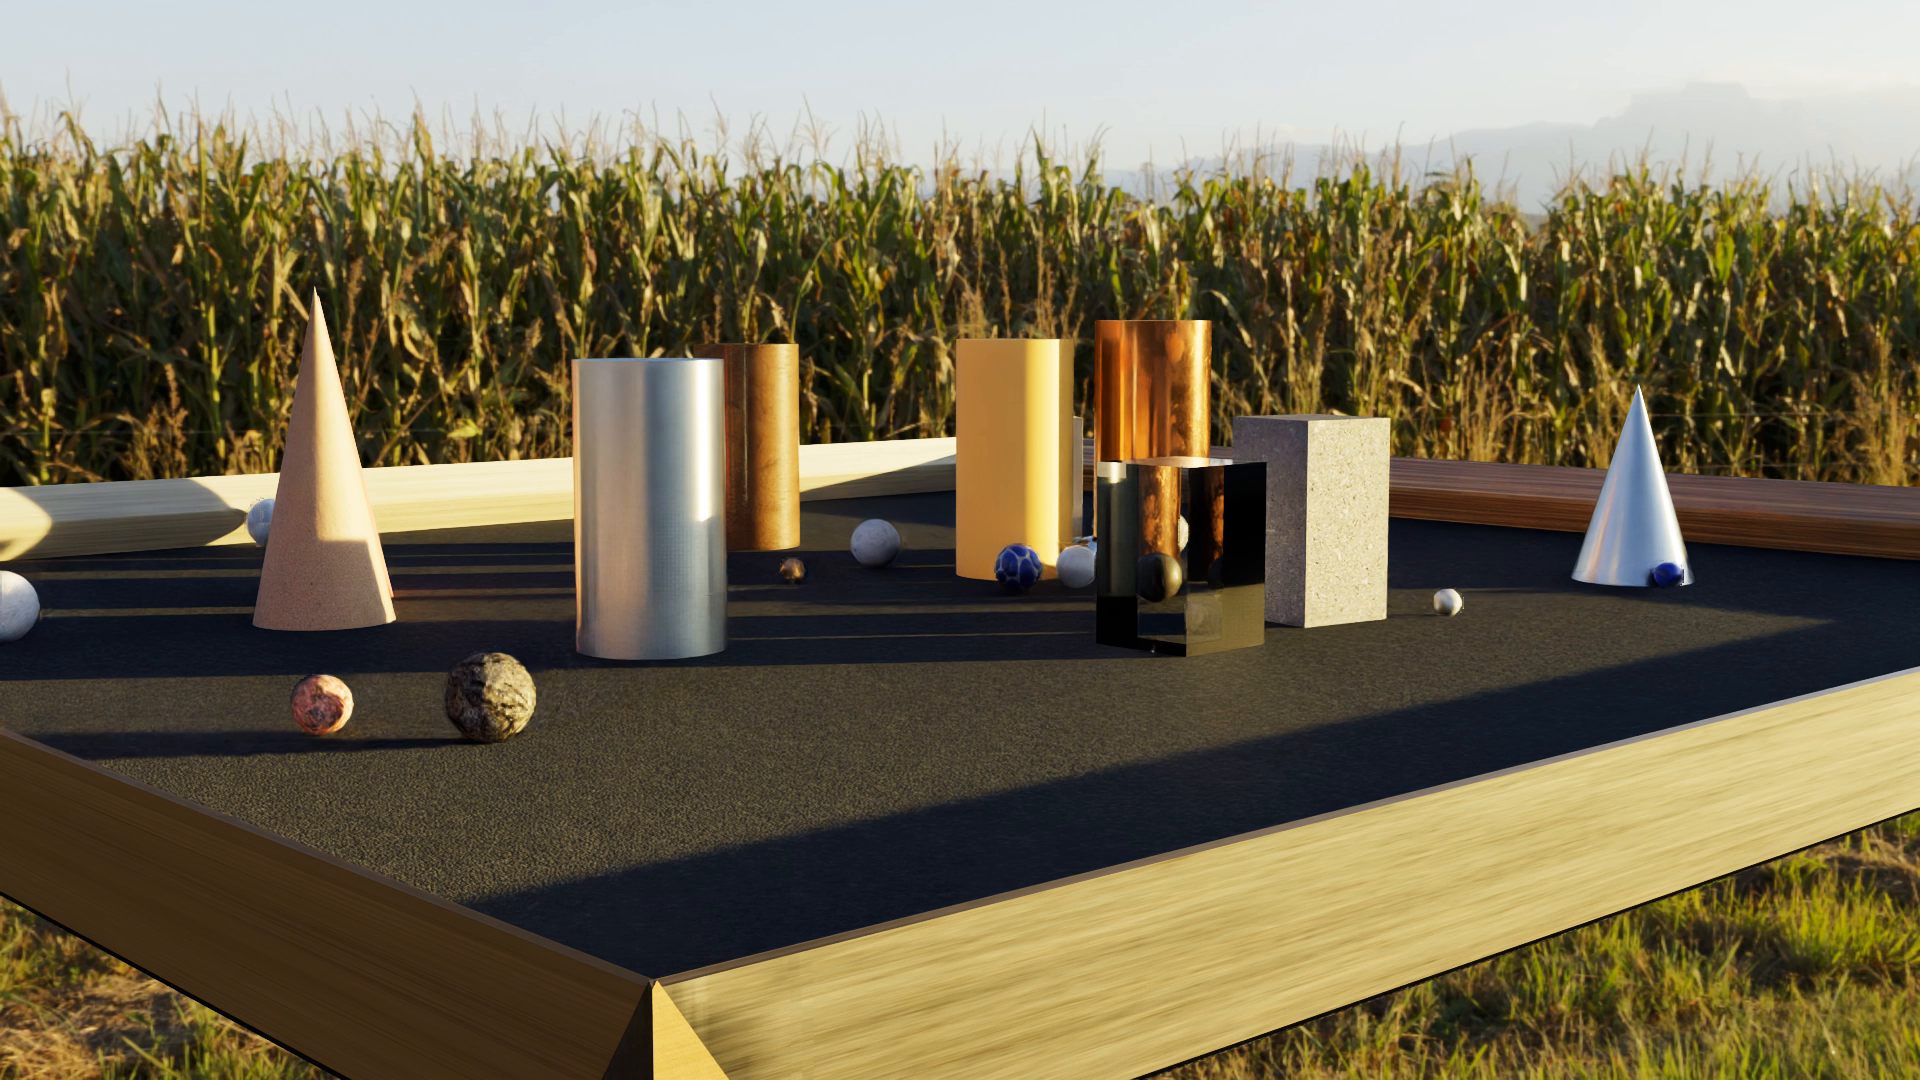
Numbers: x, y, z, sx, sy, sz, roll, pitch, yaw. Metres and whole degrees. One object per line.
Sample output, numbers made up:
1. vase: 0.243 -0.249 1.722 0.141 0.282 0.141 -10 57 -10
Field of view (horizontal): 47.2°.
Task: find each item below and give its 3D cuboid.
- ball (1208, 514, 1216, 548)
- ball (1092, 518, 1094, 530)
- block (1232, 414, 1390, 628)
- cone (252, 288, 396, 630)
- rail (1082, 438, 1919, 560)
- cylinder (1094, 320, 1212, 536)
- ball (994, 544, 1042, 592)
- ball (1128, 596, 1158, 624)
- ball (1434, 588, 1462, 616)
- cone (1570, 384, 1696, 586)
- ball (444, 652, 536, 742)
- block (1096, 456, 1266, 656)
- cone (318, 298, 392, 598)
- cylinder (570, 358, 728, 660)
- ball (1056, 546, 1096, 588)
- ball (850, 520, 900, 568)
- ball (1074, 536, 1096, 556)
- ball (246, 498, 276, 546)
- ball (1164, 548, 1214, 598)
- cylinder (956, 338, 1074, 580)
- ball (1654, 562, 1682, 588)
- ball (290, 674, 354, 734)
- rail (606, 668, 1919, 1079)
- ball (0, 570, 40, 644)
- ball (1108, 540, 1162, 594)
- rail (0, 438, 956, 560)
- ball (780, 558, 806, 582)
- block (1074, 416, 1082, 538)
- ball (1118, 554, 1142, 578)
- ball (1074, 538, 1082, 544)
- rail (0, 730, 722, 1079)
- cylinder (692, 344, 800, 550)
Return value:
1. ball: 0.417 -0.018 3.994 0.096 0.096 0.096 0 6 0
2. ball: 0.285 -0.033 4.382 0.046 0.046 0.046 0 6 0
3. block: 0.508 -0.033 3.196 0.159 0.291 0.159 -4 7 -34
4. cone: -0.916 -0.122 3.146 0.199 0.479 0.199 0 6 0
5. rail: 1.210 -0.082 4.442 0.045 0.129 3.193 -5 8 -42
6. cylinder: 0.329 -0.161 3.767 0.199 0.428 0.199 0 6 0
7. ball: 0.092 0.045 3.492 0.075 0.075 0.075 0 6 0
8. ball: 0.260 0.100 3.129 0.042 0.042 0.042 0 6 0
9. ball: 0.713 0.091 3.218 0.041 0.041 0.041 0 6 0
10. cone: 1.120 -0.097 3.646 0.199 0.325 0.199 0 6 0
11. ball: -0.486 0.162 2.275 0.094 0.094 0.094 0 6 0
12. block: 0.295 0.018 2.937 0.159 0.245 0.159 -6 8 -43
13. cone: -0.986 -0.143 3.402 0.199 0.469 0.199 0 6 0
14. cylinder: -0.408 -0.046 2.895 0.199 0.381 0.199 0 6 0
15. ball: 0.188 0.043 3.541 0.069 0.069 0.069 0 6 0
16. ball: -0.146 0.007 3.806 0.086 0.086 0.086 0 6 0
17. ball: 0.222 0.027 3.707 0.067 0.067 0.067 0 6 0
18. ball: -1.300 -0.033 4.151 0.094 0.094 0.094 0 6 0
19. ball: 0.356 0.051 3.421 0.078 0.078 0.078 0 6 0
20. cylinder: 0.093 -0.140 3.719 0.199 0.397 0.199 0 6 0
21. ball: 1.139 0.056 3.538 0.043 0.043 0.043 0 6 0
22. ball: -0.673 0.173 2.319 0.063 0.063 0.063 0 6 0
23. rail: 1.067 0.153 2.182 3.339 0.129 0.045 -5 8 -42
24. ball: -1.287 0.090 2.947 0.099 0.099 0.099 0 6 0
25. ball: 0.276 0.042 3.470 0.086 0.086 0.086 0 6 0
26. rail: -1.067 -0.086 4.482 3.339 0.129 0.045 -5 8 -42
27. ball: -0.274 0.050 3.611 0.040 0.040 0.040 0 6 0
28. block: 0.129 -0.102 4.046 0.159 0.252 0.159 -1 6 -10
29. ball: 0.285 0.043 3.677 0.040 0.040 0.040 0 6 0
30. ball: 0.202 0.023 3.800 0.056 0.056 0.056 0 6 0
31. rail: -1.210 0.149 2.222 0.045 0.129 3.193 -5 8 -42
32. cylinder: -0.405 -0.180 4.174 0.199 0.382 0.199 0 6 0
